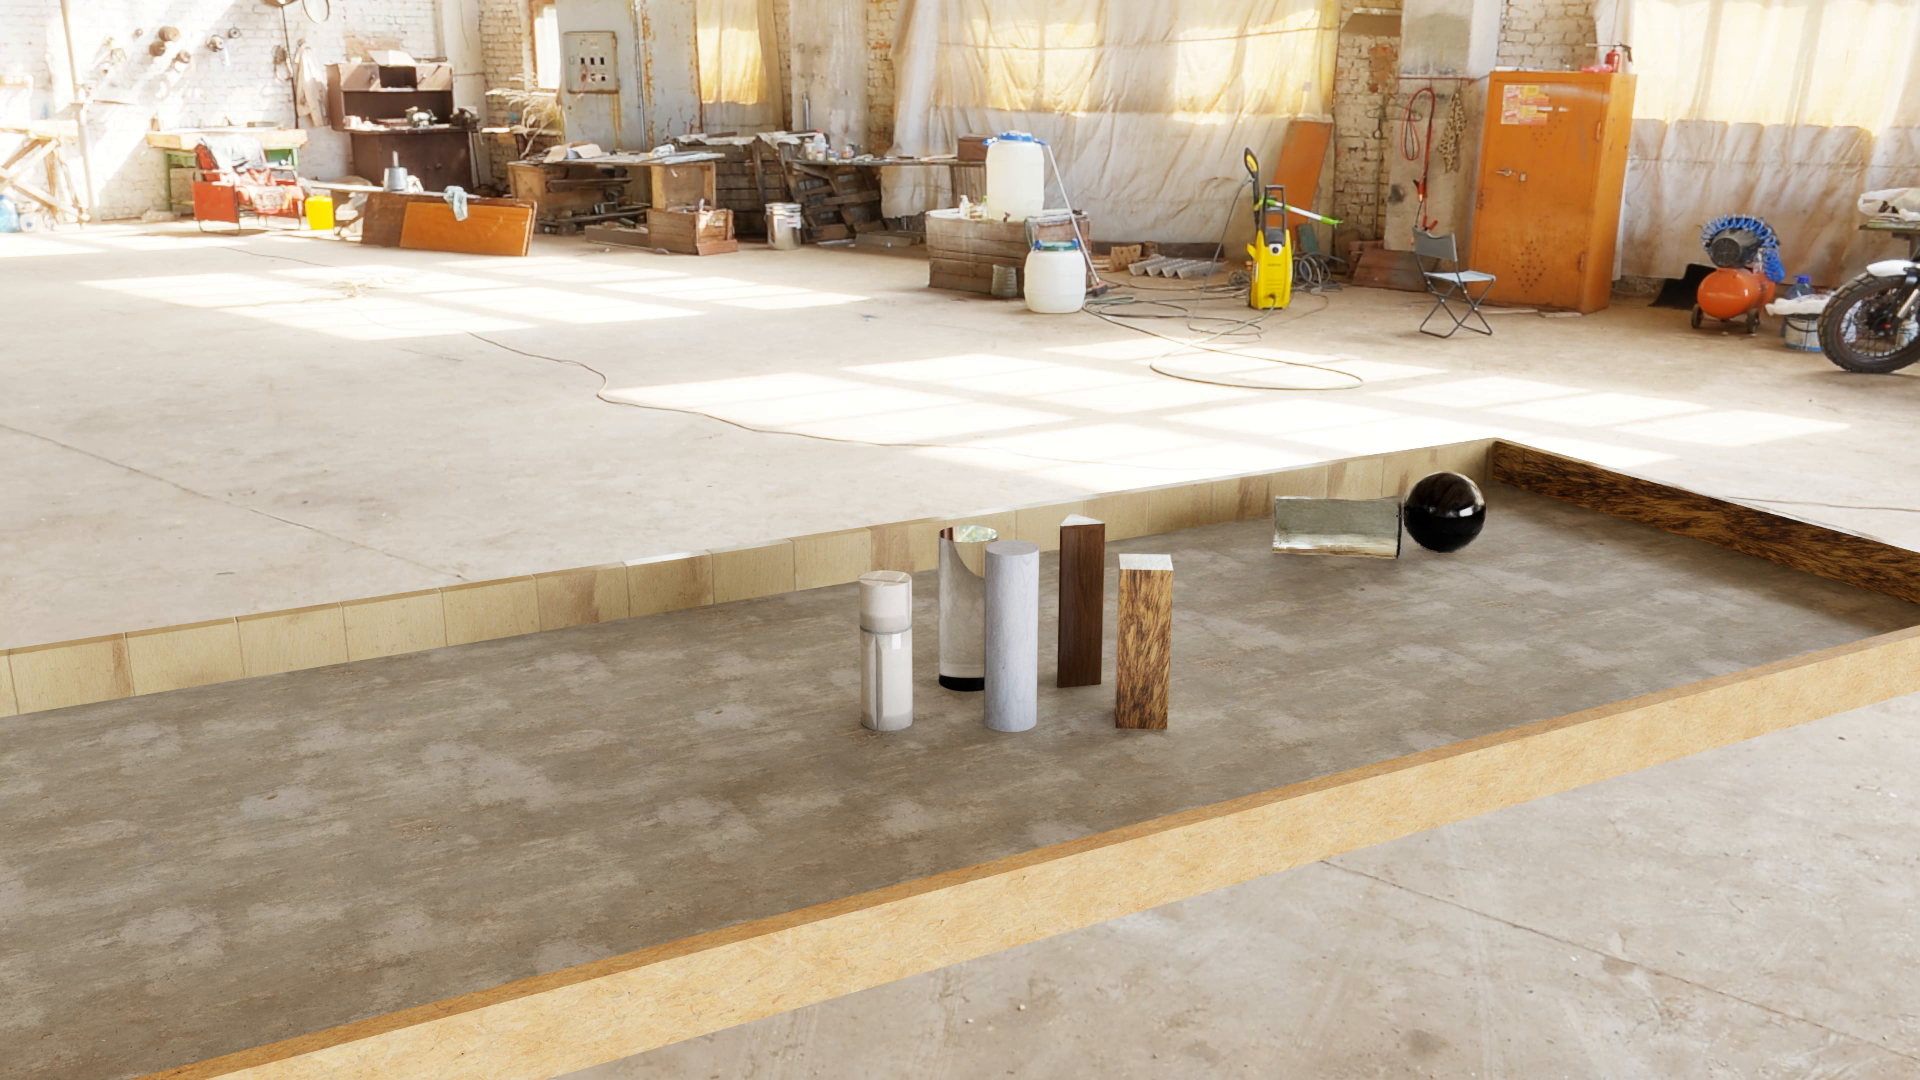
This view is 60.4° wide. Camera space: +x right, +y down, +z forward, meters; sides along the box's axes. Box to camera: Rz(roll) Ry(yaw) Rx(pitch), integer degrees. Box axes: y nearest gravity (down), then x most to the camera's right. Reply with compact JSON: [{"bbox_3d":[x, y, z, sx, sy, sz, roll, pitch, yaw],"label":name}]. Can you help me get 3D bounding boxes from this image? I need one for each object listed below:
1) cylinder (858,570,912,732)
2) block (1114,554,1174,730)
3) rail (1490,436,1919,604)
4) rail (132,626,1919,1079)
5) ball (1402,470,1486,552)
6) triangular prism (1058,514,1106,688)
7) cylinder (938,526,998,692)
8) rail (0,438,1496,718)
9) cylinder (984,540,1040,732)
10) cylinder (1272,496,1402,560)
[{"bbox_3d":[-0.172,0.259,3.843,0.122,0.356,0.122,0,16,0],"label":"cylinder"},{"bbox_3d":[0.428,0.237,3.855,0.120,0.390,0.120,1,16,4],"label":"block"},{"bbox_3d":[2.466,-0.048,5.253,0.050,0.150,2.100,-9,18,-27],"label":"rail"},{"bbox_3d":[-2.336,1.006,1.665,12.000,0.150,0.050,-9,18,-27],"label":"rail"},{"bbox_3d":[1.528,-0.091,5.208,0.256,0.256,0.256,0,16,0],"label":"ball"},{"bbox_3d":[0.288,0.149,4.103,0.113,0.419,0.098,-4,17,-13],"label":"triangular prism"},{"bbox_3d":[0.019,0.170,4.094,0.146,0.385,0.146,0,16,0],"label":"cylinder"},{"bbox_3d":[-3.305,0.497,3.399,12.000,0.150,0.050,-9,18,-27],"label":"rail"},{"bbox_3d":[0.119,0.223,3.836,0.124,0.429,0.124,0,16,0],"label":"cylinder"},{"bbox_3d":[1.179,-0.038,5.167,0.381,0.179,0.179,3,17,10],"label":"cylinder"}]
